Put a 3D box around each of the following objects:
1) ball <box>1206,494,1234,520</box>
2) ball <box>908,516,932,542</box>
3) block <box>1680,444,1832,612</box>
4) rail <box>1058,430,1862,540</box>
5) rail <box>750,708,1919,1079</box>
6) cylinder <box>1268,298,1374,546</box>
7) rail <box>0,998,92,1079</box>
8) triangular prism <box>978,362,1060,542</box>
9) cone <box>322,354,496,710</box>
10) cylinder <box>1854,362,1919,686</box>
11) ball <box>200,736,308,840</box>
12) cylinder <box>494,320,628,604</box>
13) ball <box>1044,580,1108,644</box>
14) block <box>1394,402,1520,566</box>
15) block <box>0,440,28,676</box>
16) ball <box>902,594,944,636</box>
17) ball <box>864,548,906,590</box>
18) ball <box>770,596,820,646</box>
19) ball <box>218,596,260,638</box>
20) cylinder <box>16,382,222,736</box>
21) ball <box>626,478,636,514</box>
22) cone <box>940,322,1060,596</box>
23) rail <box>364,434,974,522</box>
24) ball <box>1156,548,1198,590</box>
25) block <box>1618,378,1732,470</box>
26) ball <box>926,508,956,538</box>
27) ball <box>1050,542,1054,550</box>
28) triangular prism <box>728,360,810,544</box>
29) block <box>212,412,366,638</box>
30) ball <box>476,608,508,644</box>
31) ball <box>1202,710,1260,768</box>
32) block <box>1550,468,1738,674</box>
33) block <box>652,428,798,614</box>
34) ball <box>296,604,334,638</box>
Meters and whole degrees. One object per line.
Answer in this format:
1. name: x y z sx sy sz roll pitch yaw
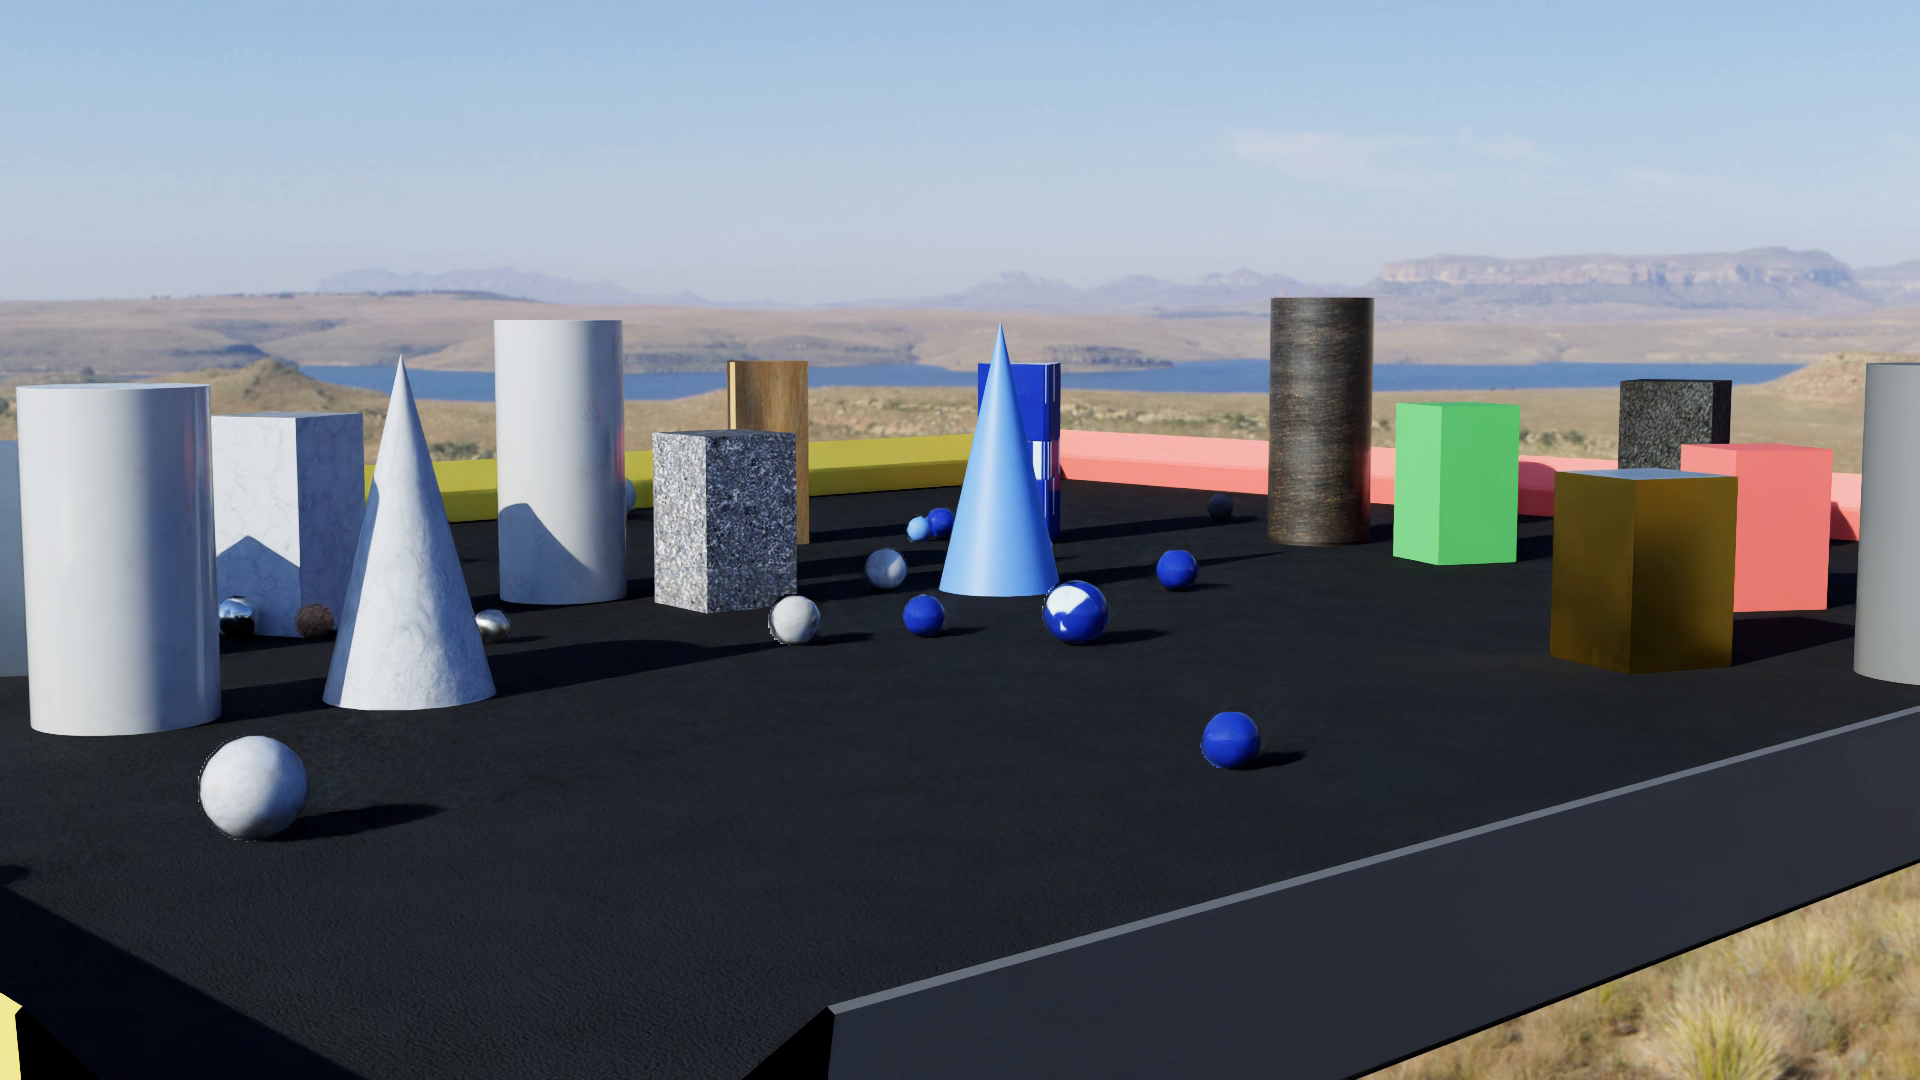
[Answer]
1. ball: 0.552 -0.070 4.671 0.056 0.056 0.056 0 6 0
2. ball: -0.077 -0.020 4.224 0.049 0.049 0.049 0 6 0
3. block: 1.201 -0.022 3.331 0.157 0.239 0.157 -1 6 -11
4. rail: 1.380 -0.099 4.599 0.045 0.127 3.360 -5 8 -42
5. rail: 1.123 0.160 2.121 3.803 0.127 0.045 -5 8 -42
6. cylinder: 0.693 -0.231 4.230 0.196 0.468 0.196 0 6 0
7. rail: -1.380 0.166 2.065 0.045 0.127 3.360 -5 8 -42
8. triangular prism: 0.146 -0.172 4.275 0.170 0.342 0.147 5 8 40
9. cone: -0.638 -0.017 2.531 0.196 0.395 0.196 0 6 0
10. cylinder: 1.201 -0.024 2.677 0.196 0.379 0.196 0 6 0
11. ball: -0.595 0.209 1.855 0.087 0.087 0.087 0 6 0
12. cylinder: -0.618 -0.125 3.408 0.196 0.429 0.196 0 6 0
13. ball: 0.156 0.097 2.935 0.086 0.086 0.086 0 6 0
14. block: 0.887 -0.104 3.933 0.157 0.277 0.157 -2 6 -18
15. block: -1.219 0.021 2.730 0.157 0.279 0.157 -2 6 -14
16. ball: -0.049 0.103 3.006 0.057 0.057 0.057 0 6 0
17. ball: -0.119 0.047 3.495 0.067 0.067 0.067 0 6 0
18. ball: -0.219 0.107 2.929 0.067 0.067 0.067 0 6 0
19. ball: -0.983 0.105 2.994 0.057 0.057 0.057 0 6 0
20. cylinder: -0.909 0.015 2.384 0.196 0.363 0.196 0 6 0
21. ball: -0.742 -0.094 4.698 0.098 0.098 0.098 0 6 0
22. cone: 0.064 -0.135 3.504 0.196 0.428 0.196 0 6 0
23. rail: -1.123 -0.094 4.542 3.803 0.127 0.045 -5 8 -42
24. ball: 0.345 0.047 3.497 0.067 0.067 0.067 0 6 0
25. block: 1.259 -0.120 3.880 0.157 0.321 0.157 3 7 30
26. ball: -0.037 -0.034 4.302 0.060 0.060 0.060 0 6 0
27. ball: 0.141 0.015 3.900 0.047 0.047 0.047 0 6 0
28. triangular prism: -0.400 -0.167 4.195 0.170 0.348 0.147 -5 8 -38
29. block: -0.946 -0.026 3.083 0.157 0.299 0.157 2 6 19
30. ball: -0.628 0.115 2.941 0.047 0.047 0.047 0 6 0
31. ball: 0.264 0.195 2.141 0.056 0.056 0.056 0 6 0
32. block: 0.863 0.035 2.783 0.157 0.239 0.157 -2 6 -22
33. block: -0.356 -0.033 3.332 0.157 0.260 0.157 -4 7 -37
34. ball: -0.875 0.110 2.987 0.048 0.048 0.048 0 6 0
